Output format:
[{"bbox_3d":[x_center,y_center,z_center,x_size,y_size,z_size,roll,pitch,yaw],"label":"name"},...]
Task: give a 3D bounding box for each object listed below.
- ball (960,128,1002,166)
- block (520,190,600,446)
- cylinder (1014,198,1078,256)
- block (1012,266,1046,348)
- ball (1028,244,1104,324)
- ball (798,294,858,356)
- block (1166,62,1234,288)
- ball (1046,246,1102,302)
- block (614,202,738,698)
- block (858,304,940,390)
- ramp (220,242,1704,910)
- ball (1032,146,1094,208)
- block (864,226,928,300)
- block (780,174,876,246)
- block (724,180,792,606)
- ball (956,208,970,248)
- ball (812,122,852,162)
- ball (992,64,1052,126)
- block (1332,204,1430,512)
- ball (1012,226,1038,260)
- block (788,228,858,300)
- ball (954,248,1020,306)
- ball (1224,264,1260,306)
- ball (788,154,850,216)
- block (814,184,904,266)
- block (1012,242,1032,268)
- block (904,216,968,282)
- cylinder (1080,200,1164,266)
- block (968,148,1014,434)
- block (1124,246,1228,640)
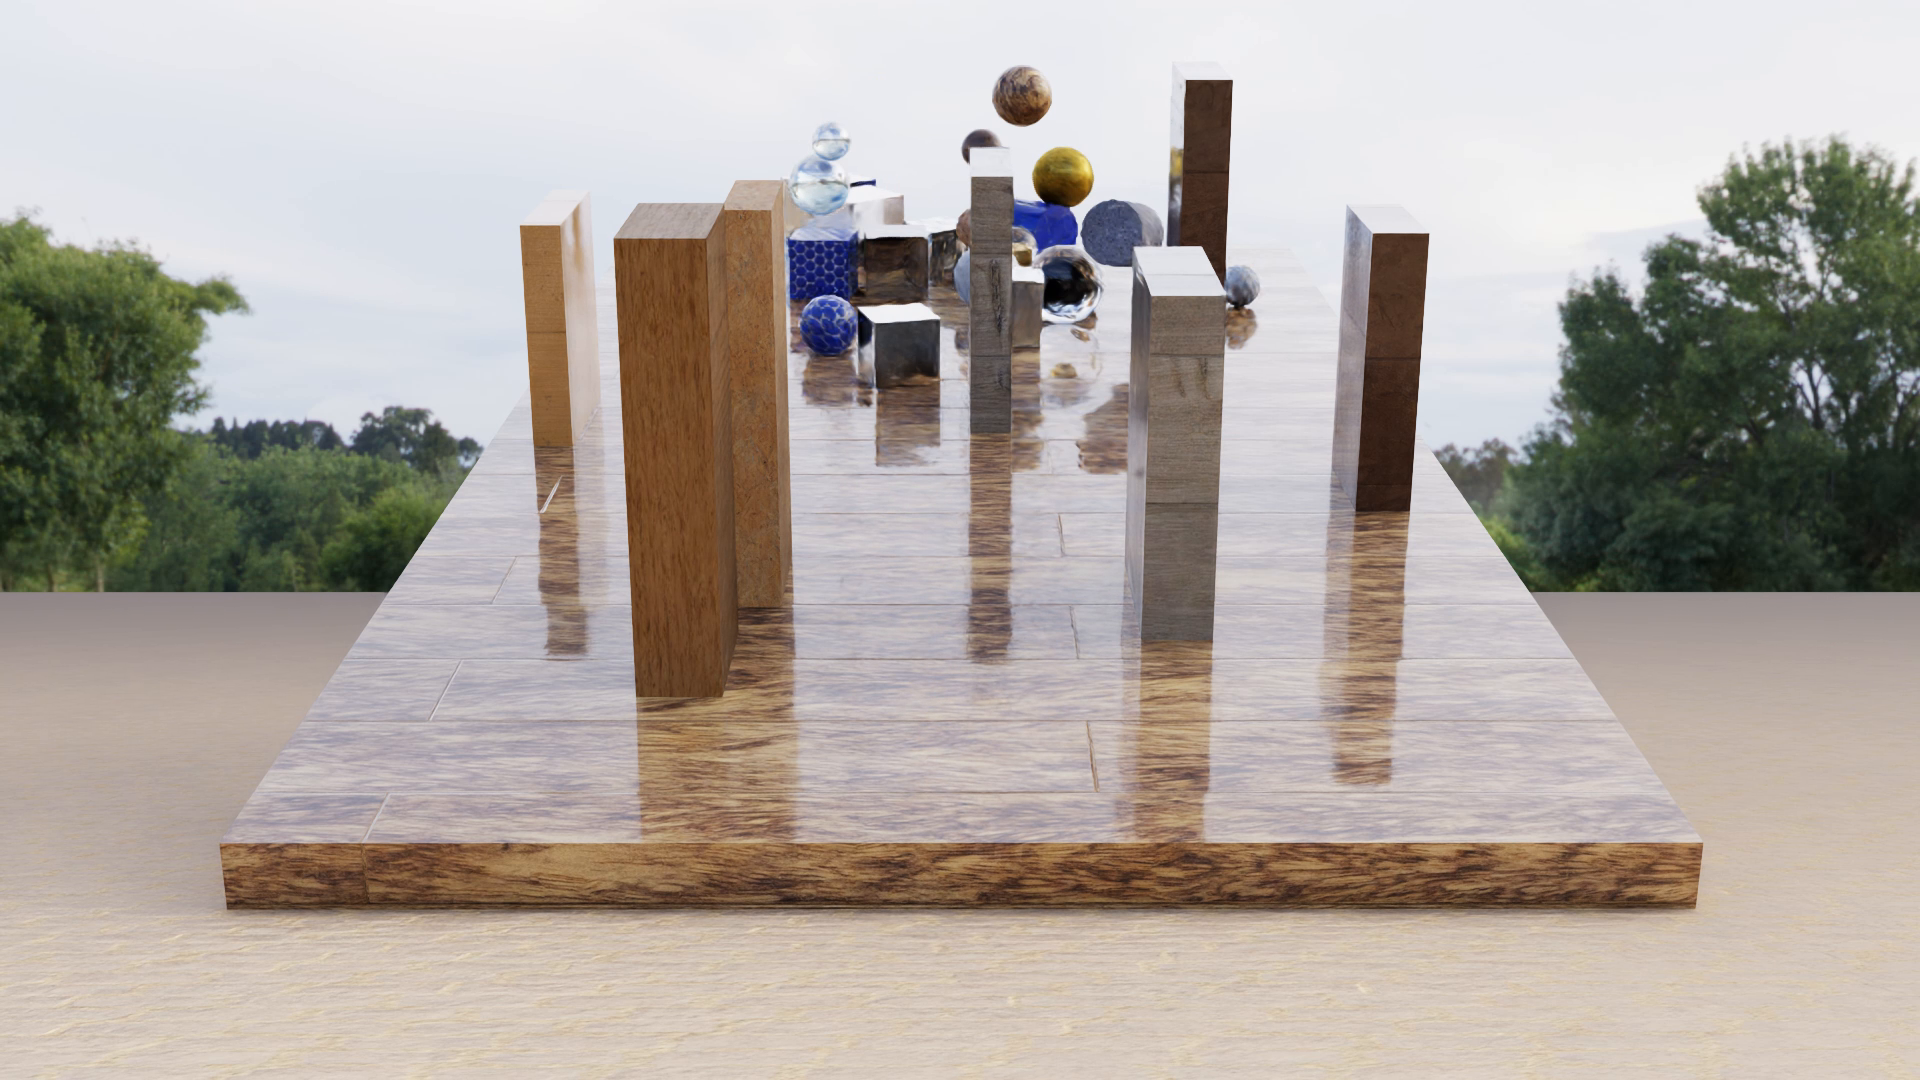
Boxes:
[{"bbox_3d":[0.063,-1.125,6.484,0.120,0.120,0.120,0,-1,0],"label":"ball"},{"bbox_3d":[-0.865,-0.490,4.902,0.083,0.475,0.407,0,19,0],"label":"block"},{"bbox_3d":[0.222,-0.901,6.560,0.170,0.170,0.170,1,13,-42],"label":"cylinder"},{"bbox_3d":[0.121,-0.587,5.644,0.165,0.165,0.165,3,19,-2],"label":"block"},{"bbox_3d":[0.269,-0.660,5.812,0.205,0.205,0.205,0,-1,0],"label":"ball"},{"bbox_3d":[-0.321,-0.526,5.512,0.146,0.146,0.146,0,-1,0],"label":"ball"},{"bbox_3d":[0.527,-0.675,5.038,0.101,0.741,0.305,0,19,0],"label":"block"},{"bbox_3d":[0.305,-0.715,6.057,0.149,0.149,0.149,0,-1,0],"label":"ball"},{"bbox_3d":[-0.437,-0.142,3.520,0.135,0.722,0.279,0,19,0],"label":"block"},{"bbox_3d":[-0.144,-0.456,5.291,0.158,0.158,0.158,-6,20,-16],"label":"block"},{"bbox_3d":[-0.004,-0.198,4.942,2.000,0.100,4.000,0,19,0],"label":"ramp"},{"bbox_3d":[0.301,-1.058,6.579,0.180,0.180,0.180,0,-1,0],"label":"ball"},{"bbox_3d":[-0.174,-0.759,6.151,0.169,0.169,0.169,-1,19,-3],"label":"block"},{"bbox_3d":[-0.393,-0.983,6.747,0.202,0.202,0.202,-15,24,-36],"label":"block"},{"bbox_3d":[-0.349,-0.255,3.899,0.082,0.689,0.277,0,19,0],"label":"block"},{"bbox_3d":[0.048,-0.860,6.208,0.117,0.117,0.117,0,-1,0],"label":"ball"},{"bbox_3d":[-0.355,-1.101,6.217,0.109,0.109,0.109,0,-1,0],"label":"ball"},{"bbox_3d":[0.174,-1.246,6.314,0.171,0.171,0.171,0,-1,0],"label":"ball"},{"bbox_3d":[0.822,-0.362,4.431,0.107,0.547,0.294,0,19,0],"label":"block"},{"bbox_3d":[0.157,-0.830,6.421,0.129,0.129,0.129,0,-1,0],"label":"ball"},{"bbox_3d":[-0.371,-0.754,6.146,0.162,0.162,0.162,2,19,6],"label":"block"},{"bbox_3d":[0.072,-0.692,5.941,0.180,0.180,0.180,0,-1,0],"label":"ball"},{"bbox_3d":[0.745,-0.679,6.012,0.111,0.111,0.111,0,-1,0],"label":"ball"},{"bbox_3d":[-0.395,-1.000,6.333,0.173,0.173,0.173,0,-1,0],"label":"ball"},{"bbox_3d":[-0.292,-0.916,6.566,0.187,0.187,0.187,-15,25,-34],"label":"block"},{"bbox_3d":[0.134,-0.760,6.246,0.109,0.109,0.109,-4,20,-13],"label":"block"},{"bbox_3d":[-0.062,-0.824,6.368,0.142,0.142,0.142,-13,27,-33],"label":"block"},{"bbox_3d":[0.409,-0.769,5.660,0.163,0.163,0.163,-1,5,24],"label":"cylinder"},{"bbox_3d":[0.066,-0.556,4.968,0.089,0.559,0.371,0,19,0],"label":"block"},{"bbox_3d":[0.360,-0.172,3.823,0.119,0.582,0.380,0,19,0],"label":"block"}]
